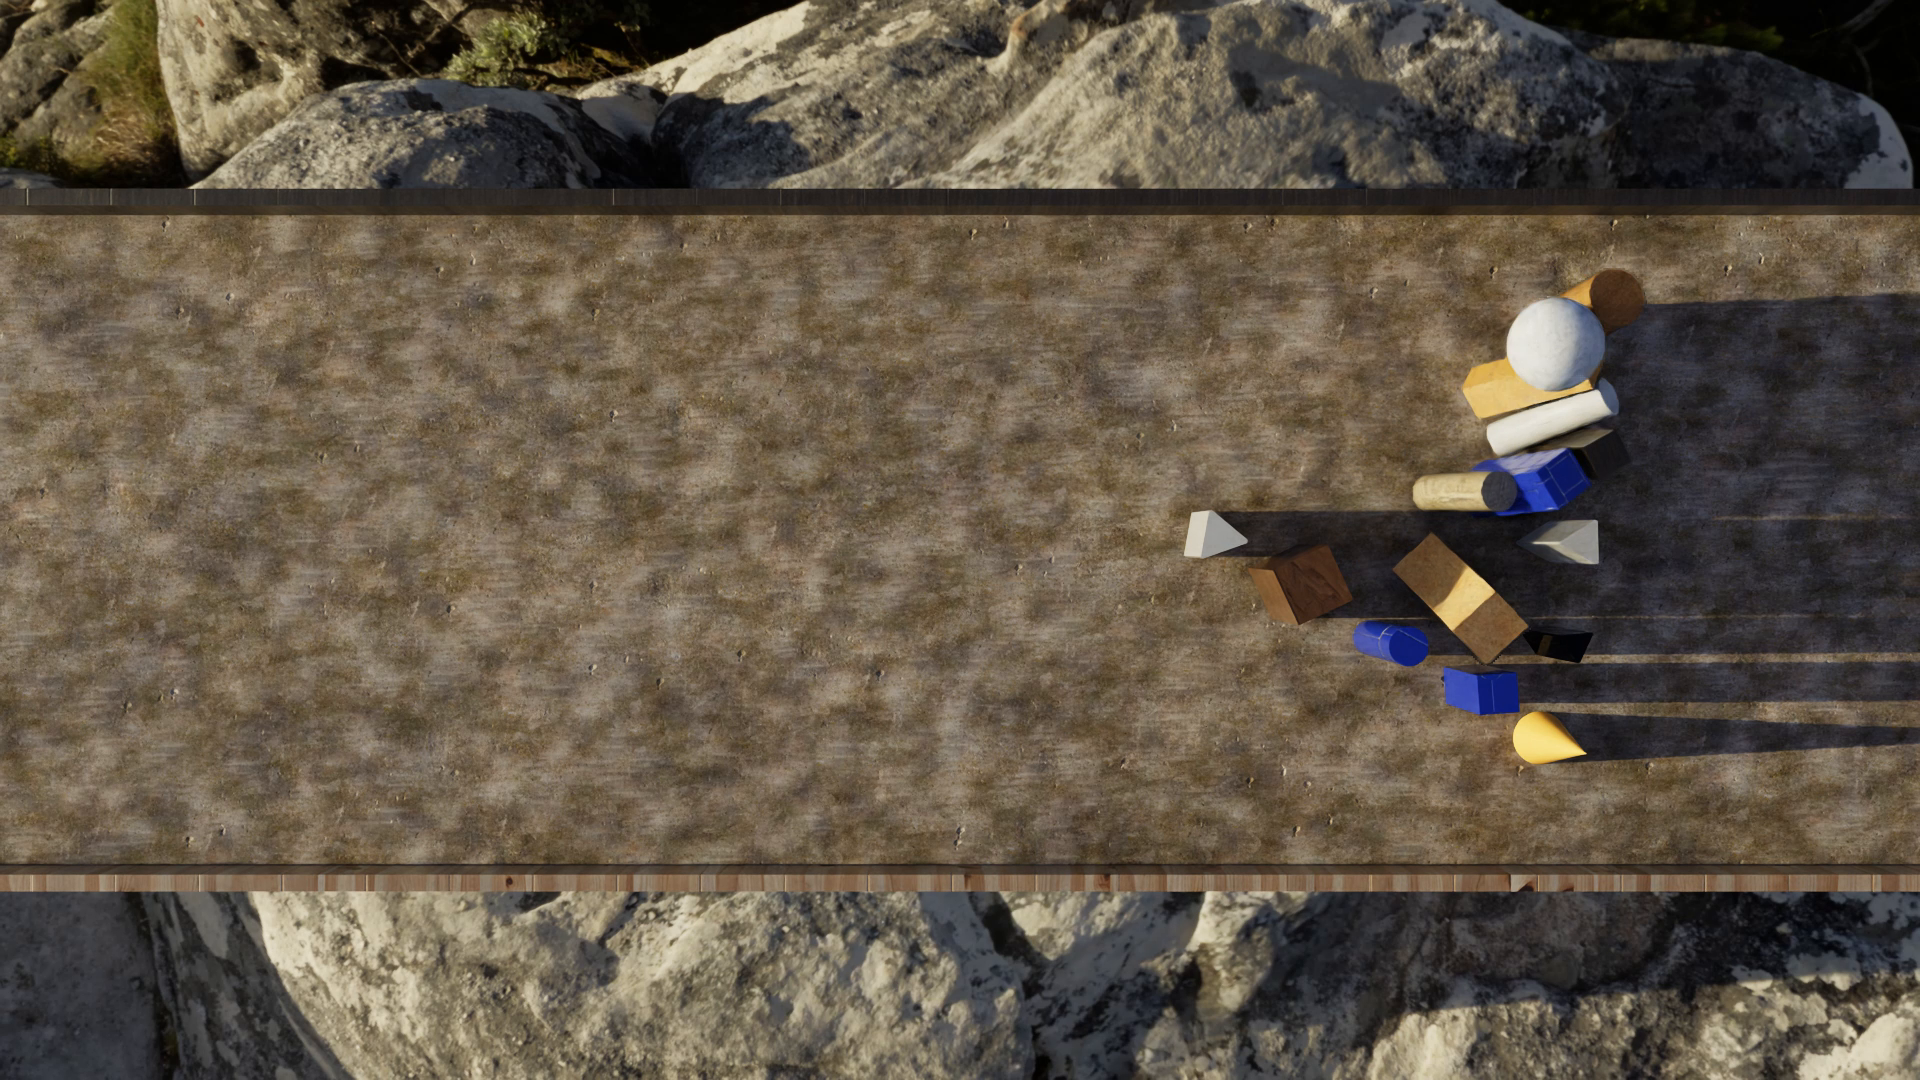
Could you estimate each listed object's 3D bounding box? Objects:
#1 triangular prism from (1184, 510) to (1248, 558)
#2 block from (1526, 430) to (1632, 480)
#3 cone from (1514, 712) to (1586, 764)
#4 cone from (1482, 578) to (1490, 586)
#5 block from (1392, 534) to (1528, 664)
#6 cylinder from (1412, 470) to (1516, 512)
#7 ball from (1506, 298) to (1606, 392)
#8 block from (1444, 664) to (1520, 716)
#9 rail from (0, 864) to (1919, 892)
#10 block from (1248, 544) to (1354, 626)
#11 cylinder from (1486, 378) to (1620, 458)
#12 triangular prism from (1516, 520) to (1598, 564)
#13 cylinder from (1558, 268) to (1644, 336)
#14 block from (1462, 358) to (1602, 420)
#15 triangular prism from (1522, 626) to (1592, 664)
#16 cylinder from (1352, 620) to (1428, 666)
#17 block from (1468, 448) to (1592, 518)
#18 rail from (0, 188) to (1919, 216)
[{"bbox_3d":[0.737,-0.029,4.898,0.140,0.356,0.121,-20,90,0],"label":"triangular prism"},{"bbox_3d":[1.812,-0.256,4.856,0.103,0.433,0.103,-29,95,0],"label":"block"},{"bbox_3d":[1.785,0.609,4.888,0.163,0.378,0.163,0,90,0],"label":"cone"},{"bbox_3d":[1.578,0.213,4.859,0.166,0.412,0.166,-1,98,-7],"label":"cone"},{"bbox_3d":[1.459,0.165,4.833,0.161,0.437,0.161,-44,112,10],"label":"block"},{"bbox_3d":[1.490,-0.142,4.887,0.117,0.362,0.117,0,91,-16],"label":"cylinder"},{"bbox_3d":[1.663,-0.546,4.605,0.261,0.261,0.261,0,90,0],"label":"ball"},{"bbox_3d":[1.549,0.443,4.911,0.114,0.332,0.114,-4,90,0],"label":"block"},{"bbox_3d":[-2.247,1.025,5.001,12.000,0.150,0.050,0,90,0],"label":"rail"},{"bbox_3d":[0.999,0.128,4.870,0.172,0.412,0.172,-25,90,0],"label":"block"},{"bbox_3d":[1.763,-0.360,4.913,0.364,0.115,0.115,-25,90,41],"label":"cylinder"},{"bbox_3d":[1.791,-0.009,4.891,0.124,0.371,0.107,28,90,0],"label":"triangular prism"},{"bbox_3d":[1.833,-0.660,4.871,0.169,0.383,0.169,2,81,-10],"label":"cylinder"},{"bbox_3d":[1.693,-0.480,4.895,0.115,0.362,0.115,54,48,-21],"label":"block"},{"bbox_3d":[1.784,0.291,4.907,0.083,0.340,0.096,-35,90,0],"label":"triangular prism"},{"bbox_3d":[1.264,0.300,4.861,0.112,0.430,0.112,0,90,0],"label":"cylinder"},{"bbox_3d":[1.641,-0.163,4.842,0.127,0.442,0.127,-35,96,-13],"label":"block"},{"bbox_3d":[-2.247,-1.025,5.002,12.000,0.150,0.050,0,90,0],"label":"rail"}]
